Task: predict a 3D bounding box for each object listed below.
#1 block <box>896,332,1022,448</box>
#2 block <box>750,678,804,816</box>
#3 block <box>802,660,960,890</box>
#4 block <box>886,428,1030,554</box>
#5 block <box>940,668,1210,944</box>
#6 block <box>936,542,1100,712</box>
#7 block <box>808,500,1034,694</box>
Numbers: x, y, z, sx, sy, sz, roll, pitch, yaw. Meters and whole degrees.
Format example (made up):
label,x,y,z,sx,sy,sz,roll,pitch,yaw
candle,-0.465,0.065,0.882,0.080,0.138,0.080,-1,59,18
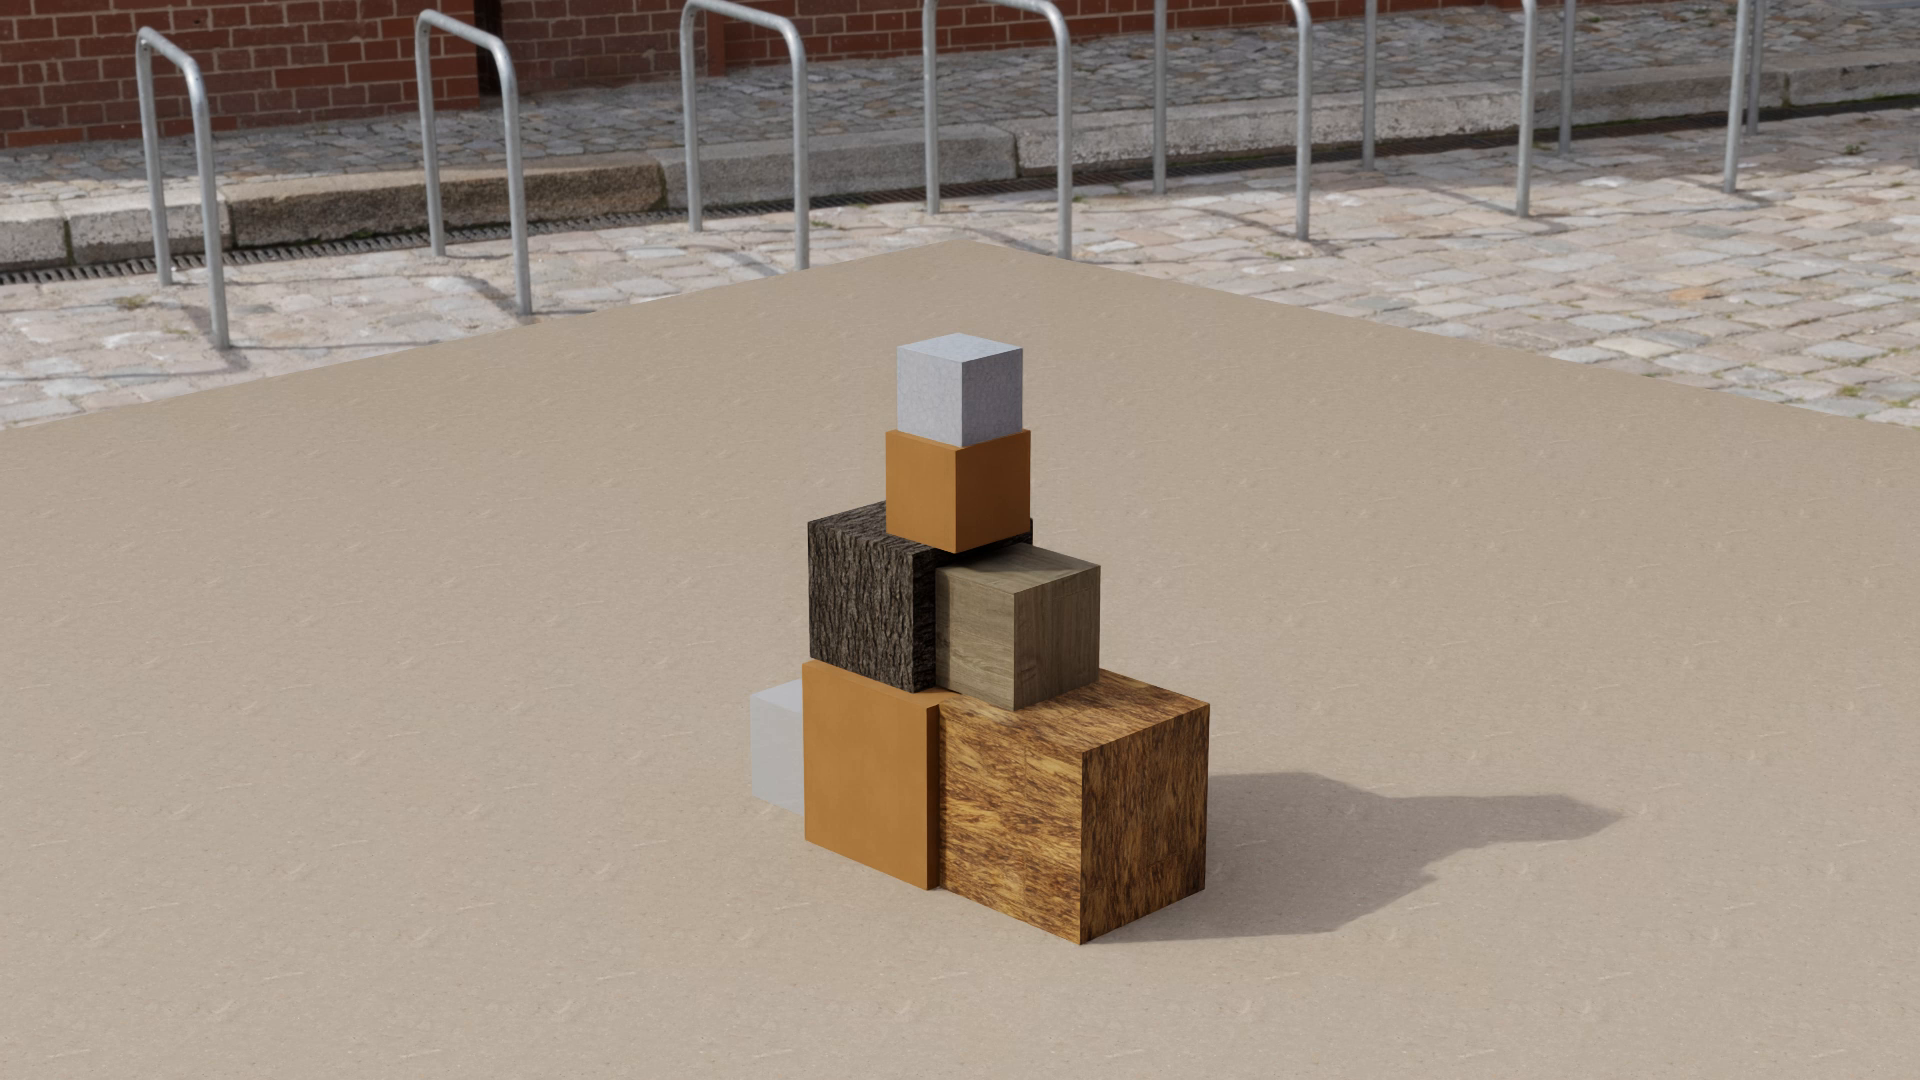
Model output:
label,x,y,z,sx,sy,sz,roll,pitch,yaw
block,-0.001,-0.675,13.129,0.386,0.386,0.409,-17,24,-42
block,-0.596,0.997,14.298,0.613,0.524,0.582,-17,24,-42
block,-0.112,0.983,13.744,0.931,0.883,0.824,-17,24,-42
block,-0.008,-0.263,13.251,0.479,0.474,0.444,-17,24,-42
block,0.509,1.152,13.181,0.836,0.898,0.866,-17,24,-42
block,0.261,0.383,13.213,0.560,0.550,0.491,-17,24,-42
block,-0.182,0.223,13.593,0.774,0.658,0.694,-17,24,-42
